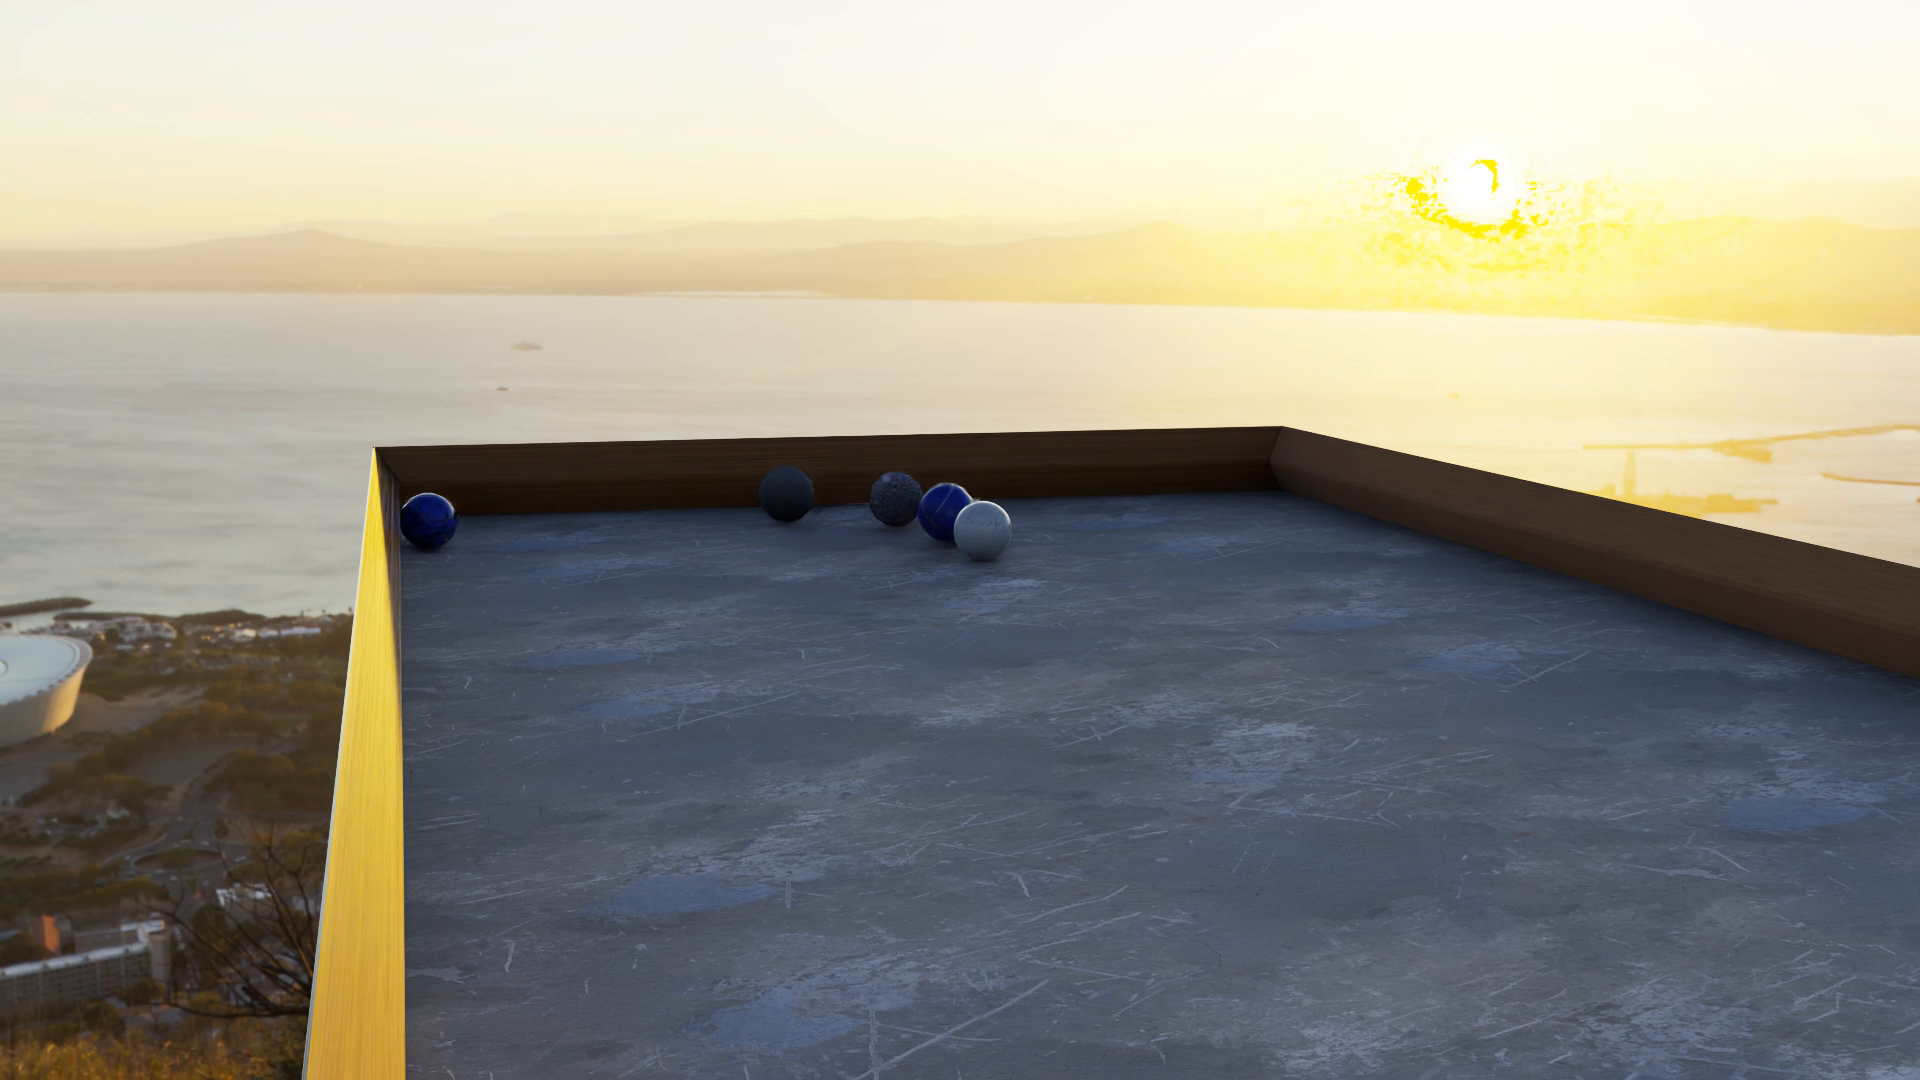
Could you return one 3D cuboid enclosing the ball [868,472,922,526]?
[{"bbox_3d":[-0.113,-0.072,3.892,0.096,0.096,0.096,0,8,0],"label":"ball"}]

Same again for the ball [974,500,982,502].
[{"bbox_3d":[0.027,-0.038,3.773,0.062,0.062,0.062,0,8,0],"label":"ball"}]

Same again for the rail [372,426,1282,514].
[{"bbox_3d":[-0.202,-0.132,4.192,1.770,0.128,0.045,-2,8,-14],"label":"rail"}]

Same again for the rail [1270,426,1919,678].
[{"bbox_3d":[1.043,0.066,2.798,0.045,0.128,3.388,-2,8,-14],"label":"rail"}]

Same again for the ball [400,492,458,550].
[{"bbox_3d":[-0.874,-0.031,3.616,0.093,0.093,0.093,0,8,0],"label":"ball"}]

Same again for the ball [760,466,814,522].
[{"bbox_3d":[-0.311,-0.082,3.950,0.099,0.099,0.099,0,8,0],"label":"ball"}]

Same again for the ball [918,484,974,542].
[{"bbox_3d":[-0.022,-0.046,3.699,0.098,0.098,0.098,0,8,0],"label":"ball"}]

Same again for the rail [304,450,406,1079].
[{"bbox_3d":[-0.627,0.125,2.380,0.045,0.128,3.388,-2,8,-14],"label":"rail"}]

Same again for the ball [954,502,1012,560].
[{"bbox_3d":[0.036,-0.015,3.494,0.094,0.094,0.094,0,8,0],"label":"ball"}]
